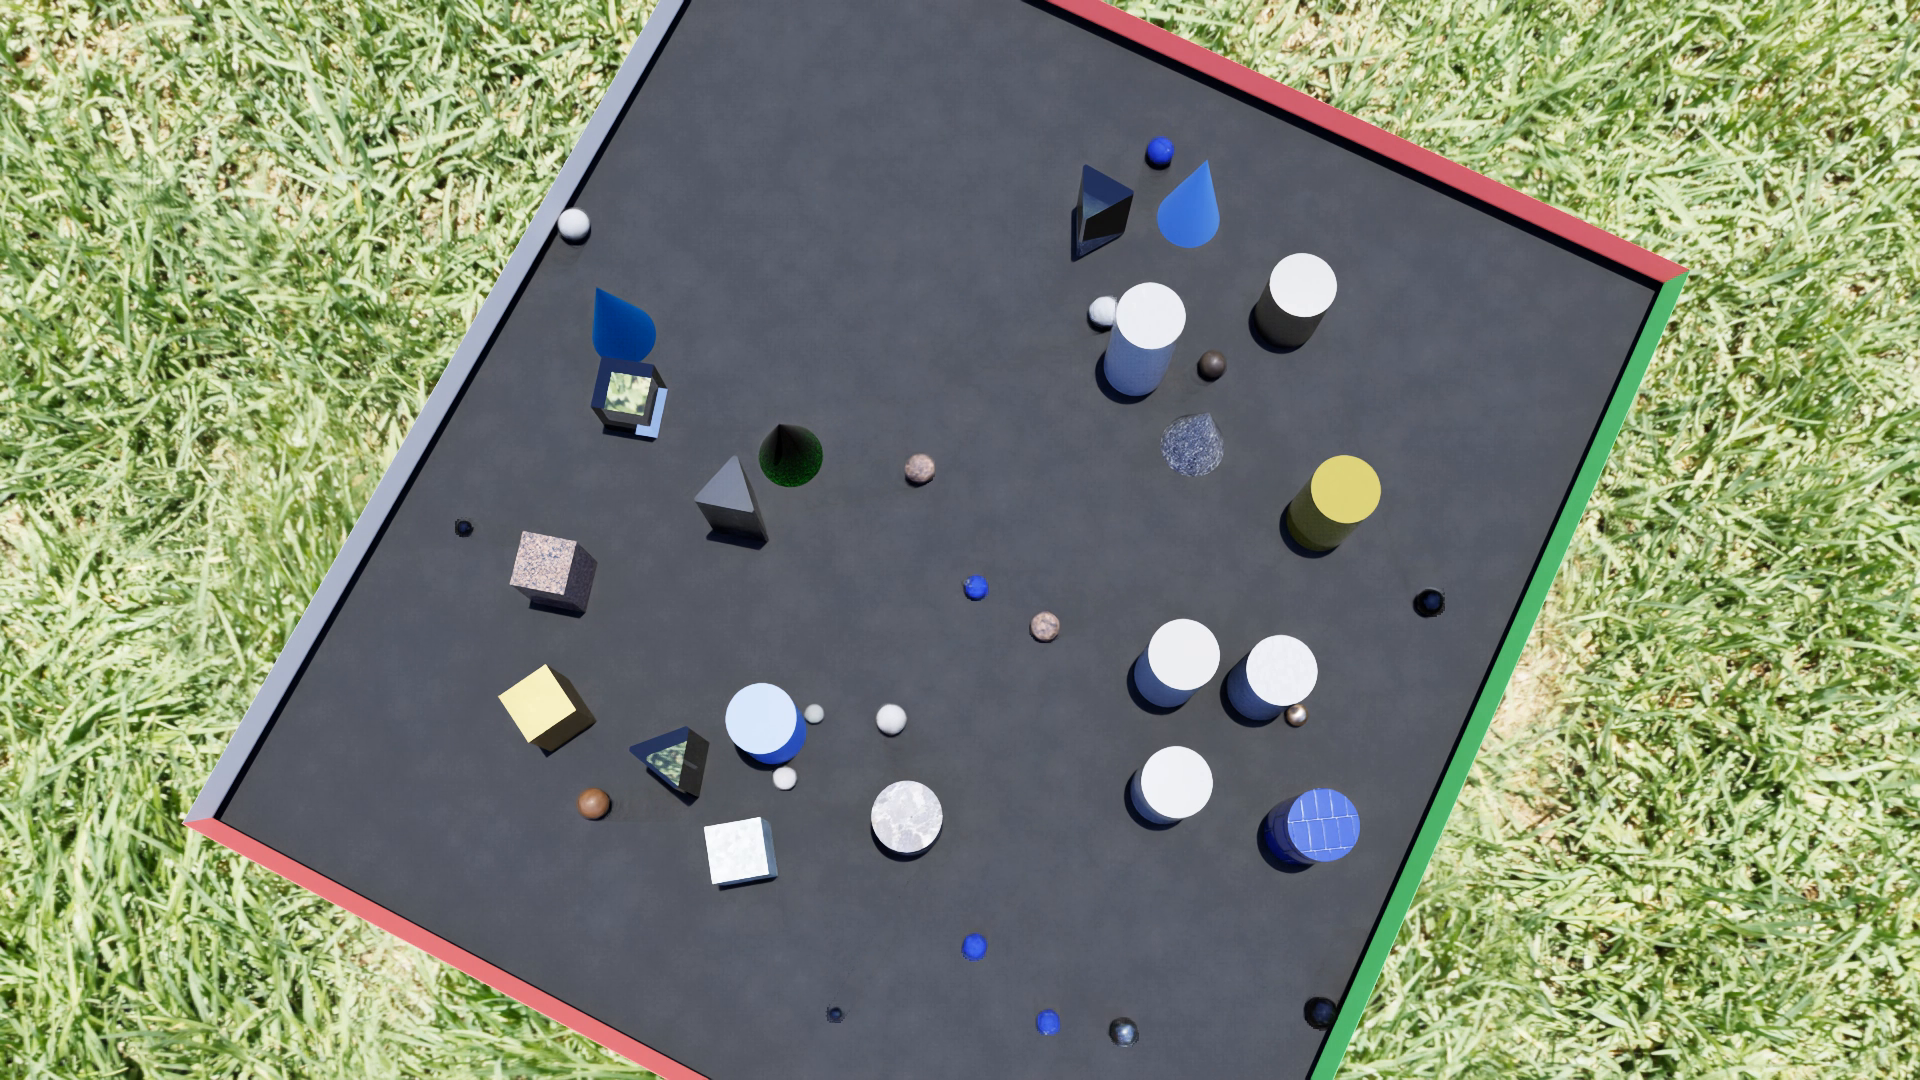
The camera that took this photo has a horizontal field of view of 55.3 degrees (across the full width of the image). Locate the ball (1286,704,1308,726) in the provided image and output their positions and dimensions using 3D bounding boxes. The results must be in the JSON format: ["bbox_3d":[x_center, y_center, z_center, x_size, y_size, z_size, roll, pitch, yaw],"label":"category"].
[{"bbox_3d":[1.008,0.522,5.475,0.066,0.066,0.066,0,78,0],"label":"ball"}]

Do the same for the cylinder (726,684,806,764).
[{"bbox_3d":[-0.559,0.538,5.325,0.199,0.354,0.199,0,78,0],"label":"cylinder"}]

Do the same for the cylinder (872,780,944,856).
[{"bbox_3d":[-0.149,0.807,5.291,0.199,0.311,0.199,0,78,0],"label":"cylinder"}]

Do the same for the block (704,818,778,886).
[{"bbox_3d":[-0.629,0.901,5.287,0.159,0.280,0.159,-10,78,-2],"label":"block"}]

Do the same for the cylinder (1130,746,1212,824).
[{"bbox_3d":[0.607,0.712,5.292,0.199,0.347,0.199,0,78,0],"label":"cylinder"}]

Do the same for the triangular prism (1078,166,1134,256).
[{"bbox_3d":[0.412,-1.035,5.669,0.172,0.318,0.149,-29,80,-6],"label":"triangular prism"}]

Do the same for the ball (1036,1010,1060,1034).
[{"bbox_3d":[0.256,1.391,5.294,0.069,0.069,0.069,0,78,0],"label":"ball"}]

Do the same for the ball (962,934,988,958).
[{"bbox_3d":[0.044,1.182,5.335,0.072,0.072,0.072,0,78,0],"label":"ball"}]

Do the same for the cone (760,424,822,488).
[{"bbox_3d":[-0.523,-0.298,5.485,0.199,0.378,0.199,0,78,0],"label":"cone"}]

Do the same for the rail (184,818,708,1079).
[{"bbox_3d":[-0.779,1.533,5.232,3.281,0.129,0.045,26,80,5],"label":"rail"}]

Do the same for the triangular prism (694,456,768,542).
[{"bbox_3d":[-0.656,-0.126,5.427,0.172,0.423,0.149,11,79,2],"label":"triangular prism"}]

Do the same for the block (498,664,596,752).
[{"bbox_3d":[-1.201,0.495,5.356,0.159,0.310,0.159,-35,80,-7],"label":"block"}]

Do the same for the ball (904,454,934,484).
[{"bbox_3d":[-0.124,-0.218,5.616,0.090,0.090,0.090,0,78,0],"label":"ball"}]

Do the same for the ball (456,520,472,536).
[{"bbox_3d":[-1.516,-0.038,5.601,0.046,0.046,0.046,0,78,0],"label":"ball"}]

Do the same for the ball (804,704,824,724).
[{"bbox_3d":[-0.436,0.520,5.479,0.059,0.059,0.059,0,78,0],"label":"ball"}]

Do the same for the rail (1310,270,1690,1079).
[{"bbox_3d":[1.446,0.715,5.402,0.045,0.129,3.533,26,80,5],"label":"rail"}]

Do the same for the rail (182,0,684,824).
[{"bbox_3d":[-1.446,-0.701,5.695,0.045,0.129,3.533,26,80,5],"label":"rail"}]

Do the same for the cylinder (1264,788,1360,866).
[{"bbox_3d":[1.001,0.824,5.240,0.199,0.403,0.199,0,78,0],"label":"cylinder"}]

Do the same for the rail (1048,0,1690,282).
[{"bbox_3d":[0.779,-1.519,5.864,3.281,0.129,0.045,26,80,5],"label":"rail"}]

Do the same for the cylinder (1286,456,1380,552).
[{"bbox_3d":[1.102,-0.104,5.430,0.199,0.407,0.199,0,78,0],"label":"cylinder"}]

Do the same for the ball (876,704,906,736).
[{"bbox_3d":[-0.204,0.535,5.459,0.091,0.091,0.091,0,78,0],"label":"ball"}]

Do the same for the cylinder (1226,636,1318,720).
[{"bbox_3d":[0.903,0.405,5.334,0.199,0.390,0.199,0,78,0],"label":"cylinder"}]

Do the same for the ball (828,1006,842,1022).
[{"bbox_3d":[-0.361,1.374,5.311,0.042,0.042,0.042,0,78,0],"label":"ball"}]

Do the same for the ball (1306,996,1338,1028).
[{"bbox_3d":[1.045,1.364,5.288,0.090,0.090,0.090,0,78,0],"label":"ball"}]

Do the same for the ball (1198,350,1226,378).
[{"bbox_3d":[0.783,-0.546,5.687,0.084,0.084,0.084,0,78,0],"label":"ball"}]

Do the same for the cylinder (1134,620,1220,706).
[{"bbox_3d":[0.625,0.362,5.324,0.199,0.426,0.199,0,78,0],"label":"cylinder"}]

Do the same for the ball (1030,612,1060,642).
[{"bbox_3d":[0.257,0.260,5.518,0.089,0.089,0.089,0,78,0],"label":"ball"}]

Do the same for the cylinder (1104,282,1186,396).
[{"bbox_3d":[0.548,-0.595,5.494,0.199,0.482,0.199,0,78,0],"label":"cylinder"}]

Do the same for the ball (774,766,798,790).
[{"bbox_3d":[-0.519,0.706,5.434,0.071,0.071,0.071,0,78,0],"label":"ball"}]

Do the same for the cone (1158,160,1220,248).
[{"bbox_3d":[0.726,-1.070,5.604,0.199,0.459,0.199,0,78,0],"label":"cone"}]

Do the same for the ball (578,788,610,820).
[{"bbox_3d":[-1.081,0.777,5.408,0.093,0.093,0.093,0,78,0],"label":"ball"}]

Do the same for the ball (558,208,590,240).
[{"bbox_3d":[-1.216,-0.993,5.771,0.099,0.099,0.099,0,78,0],"label":"ball"}]

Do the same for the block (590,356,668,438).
[{"bbox_3d":[-1.004,-0.433,5.574,0.159,0.259,0.159,10,78,2],"label":"block"}]

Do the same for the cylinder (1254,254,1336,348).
[{"bbox_3d":[1.023,-0.728,5.609,0.199,0.309,0.199,0,78,0],"label":"cylinder"}]

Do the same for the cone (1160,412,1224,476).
[{"bbox_3d":[0.720,-0.331,5.490,0.199,0.383,0.199,0,78,0],"label":"cone"}]

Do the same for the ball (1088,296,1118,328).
[{"bbox_3d":[0.450,-0.711,5.714,0.097,0.097,0.097,0,78,0],"label":"ball"}]

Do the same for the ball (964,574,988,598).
[{"bbox_3d":[0.049,0.141,5.551,0.072,0.072,0.072,0,78,0],"label":"ball"}]

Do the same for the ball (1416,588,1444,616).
[{"bbox_3d":[1.421,0.188,5.537,0.081,0.081,0.081,0,78,0],"label":"ball"}]

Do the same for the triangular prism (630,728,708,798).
[{"bbox_3d":[-0.801,0.617,5.274,0.172,0.421,0.149,39,81,7],"label":"triangular prism"}]

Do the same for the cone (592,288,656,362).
[{"bbox_3d":[-1.054,-0.687,5.529,0.199,0.451,0.199,0,78,0],"label":"cone"}]

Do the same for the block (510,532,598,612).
[{"bbox_3d":[-1.201,0.098,5.436,0.159,0.315,0.159,11,79,2],"label":"block"}]

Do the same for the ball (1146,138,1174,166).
[{"bbox_3d":[0.638,-1.235,5.828,0.086,0.086,0.086,0,78,0],"label":"ball"}]

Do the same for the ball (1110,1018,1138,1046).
[{"bbox_3d":[0.474,1.417,5.283,0.079,0.079,0.079,0,78,0],"label":"ball"}]
